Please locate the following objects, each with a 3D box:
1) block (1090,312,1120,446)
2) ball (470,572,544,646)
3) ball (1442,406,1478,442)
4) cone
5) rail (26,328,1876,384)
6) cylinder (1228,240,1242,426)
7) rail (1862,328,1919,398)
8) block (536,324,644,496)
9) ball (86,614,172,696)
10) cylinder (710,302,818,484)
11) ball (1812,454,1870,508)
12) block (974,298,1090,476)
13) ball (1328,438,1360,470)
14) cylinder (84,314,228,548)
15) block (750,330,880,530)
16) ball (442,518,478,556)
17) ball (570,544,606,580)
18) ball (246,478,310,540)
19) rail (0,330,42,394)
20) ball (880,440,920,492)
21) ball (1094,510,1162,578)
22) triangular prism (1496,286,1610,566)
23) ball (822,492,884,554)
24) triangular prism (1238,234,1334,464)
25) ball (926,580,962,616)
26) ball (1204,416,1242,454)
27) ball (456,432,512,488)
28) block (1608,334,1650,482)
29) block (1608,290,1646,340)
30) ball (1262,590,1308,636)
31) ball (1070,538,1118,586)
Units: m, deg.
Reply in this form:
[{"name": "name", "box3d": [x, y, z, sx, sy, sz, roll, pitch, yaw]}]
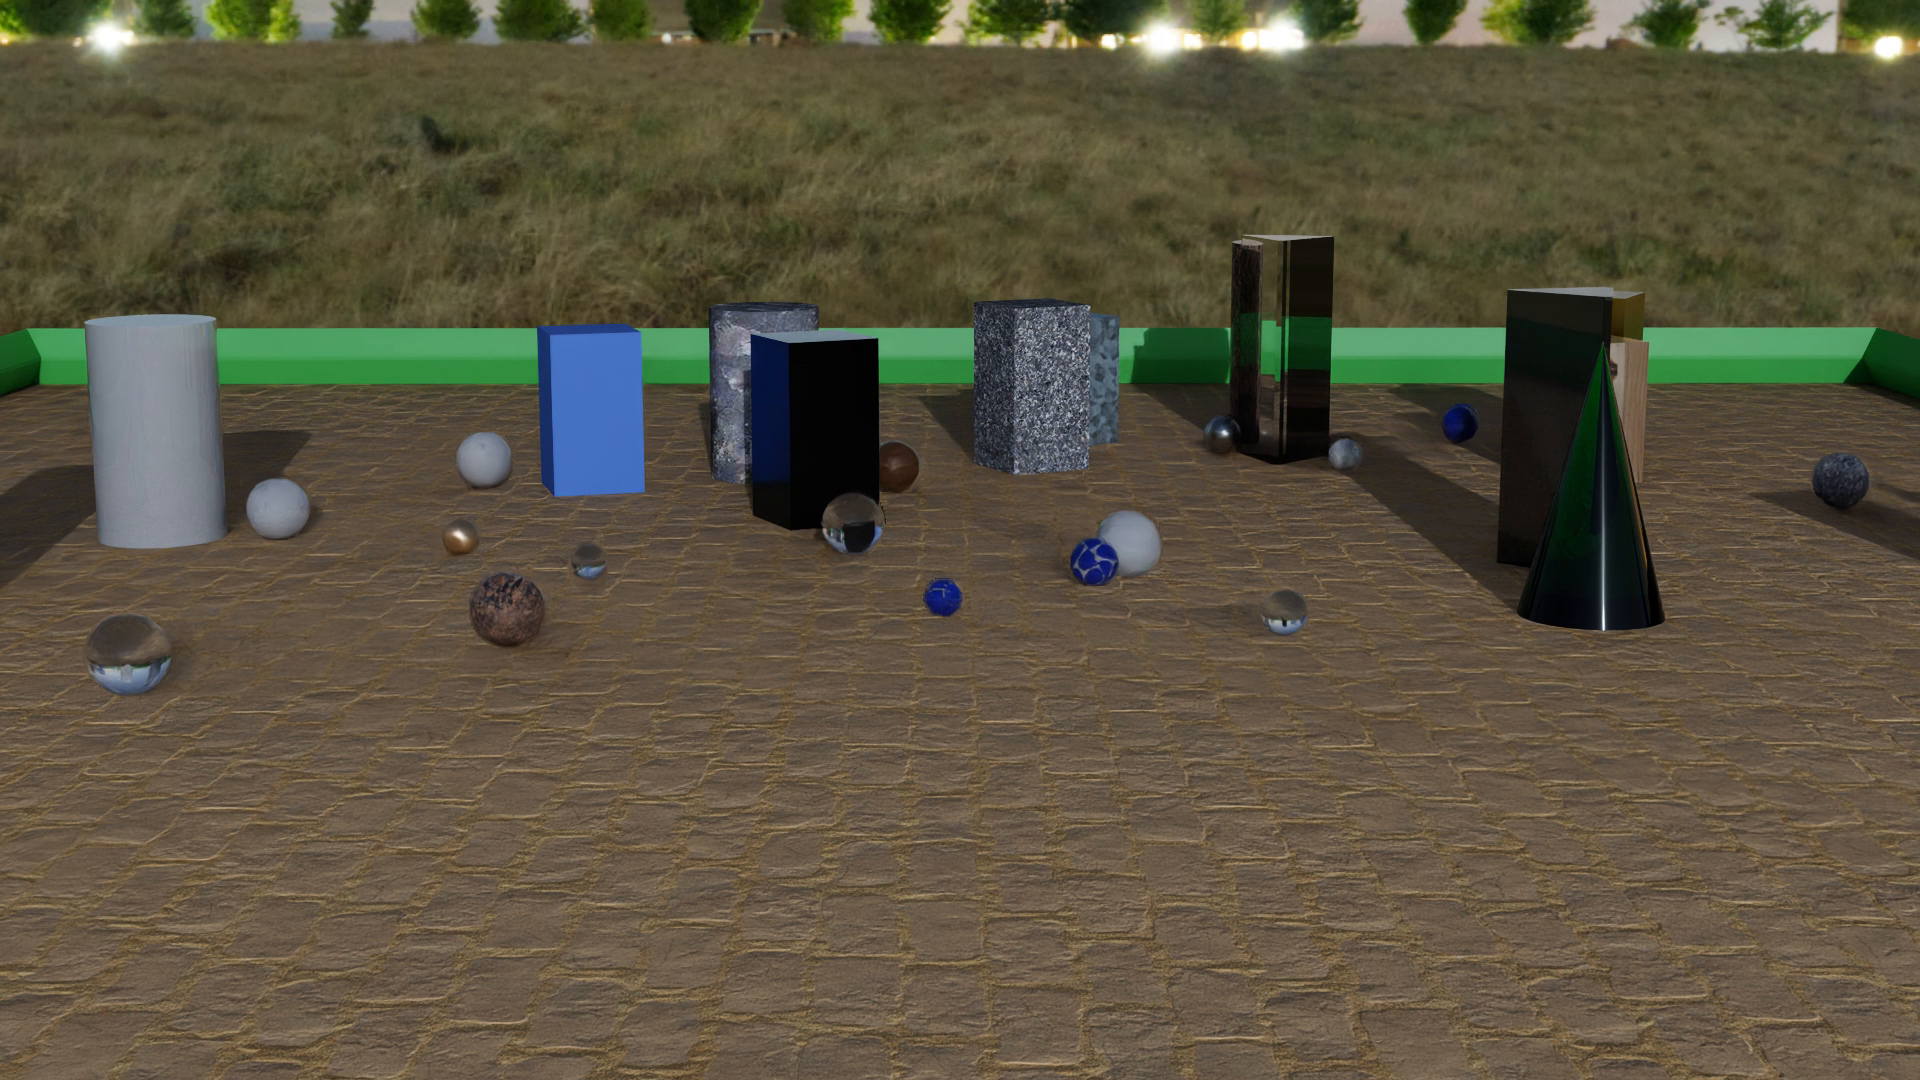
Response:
[{"name": "block", "box3d": [0.199, -0.314, 4.988, 0.155, 0.246, 0.155, -8, 13, -36]}, {"name": "ball", "box3d": [-0.573, 0.088, 3.246, 0.093, 0.093, 0.093, 0, 11, 0]}, {"name": "ball", "box3d": [0.973, -0.225, 4.996, 0.070, 0.070, 0.070, 0, 11, 0]}, {"name": "cone", "box3d": [0.844, -0.081, 3.402, 0.194, 0.368, 0.194, 0, 11, 0]}, {"name": "rail", "box3d": [-0.014, -0.420, 5.887, 4.256, 0.126, 0.045, 0, 11, 0]}, {"name": "cylinder", "box3d": [0.627, -0.391, 5.027, 0.194, 0.384, 0.194, 0, 11, 0]}, {"name": "rail", "box3d": [2.104, 0.030, 3.461, 0.045, 0.126, 5.006, 0, 11, 0]}, {"name": "block", "box3d": [-0.640, -0.227, 4.443, 0.155, 0.276, 0.155, -3, 11, -17]}, {"name": "ball", "box3d": [-0.970, 0.133, 2.993, 0.096, 0.096, 0.096, 0, 11, 0]}, {"name": "cylinder", "box3d": [-0.347, -0.264, 4.565, 0.194, 0.303, 0.194, 0, 11, 0]}, {"name": "ball", "box3d": [1.461, -0.098, 4.255, 0.090, 0.090, 0.090, 0, 11, 0]}, {"name": "block", "box3d": [0.130, -0.282, 4.675, 0.155, 0.298, 0.155, -5, 12, -27]}, {"name": "ball", "box3d": [0.696, -0.154, 4.646, 0.058, 0.058, 0.058, 0, 11, 0]}, {"name": "cylinder", "box3d": [-1.242, -0.171, 3.970, 0.194, 0.338, 0.194, 0, 11, 0]}, {"name": "block", "box3d": [-0.234, -0.180, 4.130, 0.155, 0.297, 0.155, -5, 12, -27]}, {"name": "ball", "box3d": [-0.750, -0.005, 3.848, 0.055, 0.055, 0.055, 0, 11, 0]}, {"name": "ball", "box3d": [-0.532, 0.031, 3.670, 0.050, 0.050, 0.050, 0, 11, 0]}, {"name": "ball", "box3d": [-1.056, -0.049, 3.974, 0.096, 0.096, 0.096, 0, 11, 0]}, {"name": "rail", "box3d": [-2.104, 0.035, 3.437, 0.045, 0.126, 5.006, 0, 11, 0]}, {"name": "ball", "box3d": [-0.115, -0.126, 4.411, 0.089, 0.089, 0.089, 0, 11, 0]}, {"name": "ball", "box3d": [0.241, 0.005, 3.683, 0.096, 0.096, 0.096, 0, 11, 0]}, {"name": "triangular prism", "box3d": [0.905, -0.164, 3.756, 0.168, 0.403, 0.145, 10, 15, 44]}, {"name": "ball", "box3d": [-0.161, -0.025, 3.853, 0.094, 0.094, 0.094, 0, 11, 0]}, {"name": "triangular prism", "box3d": [0.583, -0.360, 4.789, 0.145, 0.411, 0.168, 9, 14, 41]}, {"name": "ball", "box3d": [-0.022, 0.077, 3.424, 0.049, 0.049, 0.049, 0, 11, 0]}, {"name": "ball", "box3d": [0.496, -0.197, 4.843, 0.071, 0.071, 0.071, 0, 11, 0]}, {"name": "ball", "box3d": [-0.826, -0.138, 4.454, 0.097, 0.097, 0.097, 0, 11, 0]}, {"name": "block", "box3d": [1.104, -0.233, 4.545, 0.155, 0.249, 0.155, -3, 11, -18]}, {"name": "block", "box3d": [1.187, -0.313, 4.832, 0.155, 0.302, 0.155, 6, 12, 27]}, {"name": "ball", "box3d": [0.418, 0.094, 3.310, 0.058, 0.058, 0.058, 0, 11, 0]}, {"name": "ball", "box3d": [0.190, 0.031, 3.622, 0.069, 0.069, 0.069, 0, 11, 0]}]
